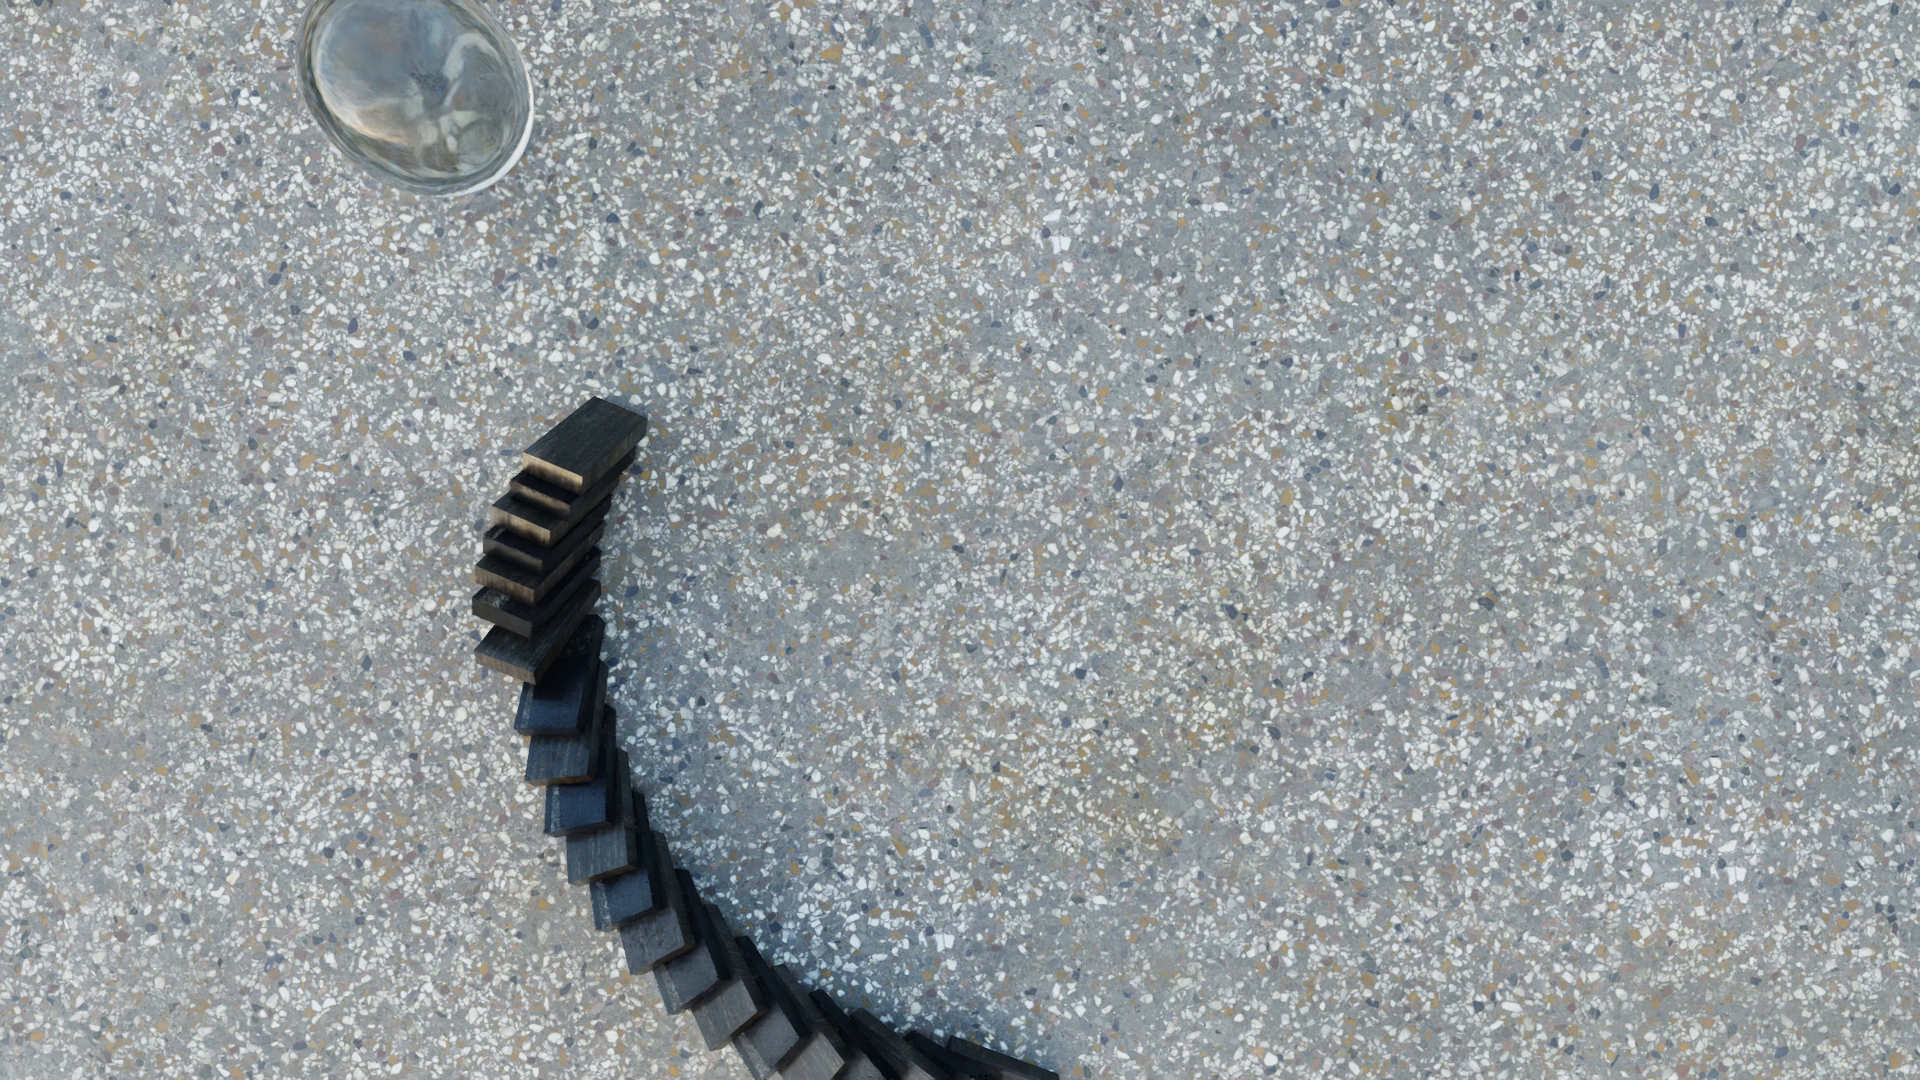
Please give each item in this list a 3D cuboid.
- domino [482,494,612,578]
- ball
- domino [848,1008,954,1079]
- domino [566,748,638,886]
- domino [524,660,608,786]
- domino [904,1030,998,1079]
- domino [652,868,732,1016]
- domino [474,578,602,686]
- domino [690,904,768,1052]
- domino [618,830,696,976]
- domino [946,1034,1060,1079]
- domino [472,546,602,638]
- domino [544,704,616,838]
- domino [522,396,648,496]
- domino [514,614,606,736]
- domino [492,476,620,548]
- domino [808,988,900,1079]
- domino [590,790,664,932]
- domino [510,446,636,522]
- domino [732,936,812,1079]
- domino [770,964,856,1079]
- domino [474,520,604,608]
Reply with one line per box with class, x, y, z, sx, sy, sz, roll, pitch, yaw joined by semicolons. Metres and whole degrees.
domino;-0.169;-0.007;0.377;0.025;0.050;0.009;23;127;0
ball;-0.211;-0.177;0.360;0.080;0.080;0.080;0;90;0
domino;-0.030;0.224;0.385;0.050;0.009;0.025;25;90;26
domino;-0.151;0.115;0.384;0.025;0.010;0.050;-17;61;0
domino;-0.164;0.076;0.384;0.025;0.010;0.050;-5;60;0
domino;-0.004;0.231;0.383;0.050;0.010;0.025;16;88;26
domino;-0.118;0.167;0.384;0.025;0.010;0.050;-35;61;0
domino;-0.174;0.034;0.379;0.025;0.009;0.050;20;47;0
domino;-0.103;0.182;0.384;0.025;0.009;0.050;-40;61;0
domino;-0.131;0.151;0.384;0.025;0.009;0.050;-29;61;0
domino;0.015;0.236;0.395;0.050;0.009;0.025;20;90;0
domino;-0.173;0.017;0.377;0.025;0.050;0.009;23;127;0
domino;-0.158;0.096;0.384;0.025;0.010;0.050;-12;61;0
domino;-0.153;-0.040;0.377;0.025;0.050;0.009;23;127;0
domino;-0.167;0.056;0.383;0.025;0.009;0.050;-1;60;0
domino;-0.165;-0.019;0.377;0.025;0.050;0.009;24;127;1
domino;-0.051;0.217;0.384;0.050;0.010;0.025;35;90;29
domino;-0.142;0.134;0.384;0.025;0.009;0.050;-23;61;0
domino;-0.158;-0.029;0.377;0.025;0.050;0.010;23;127;0
domino;-0.087;0.195;0.384;0.025;0.010;0.050;-46;61;0
domino;-0.069;0.207;0.384;0.050;0.010;0.025;39;90;29
domino;-0.172;0.004;0.377;0.025;0.050;0.009;23;127;0
